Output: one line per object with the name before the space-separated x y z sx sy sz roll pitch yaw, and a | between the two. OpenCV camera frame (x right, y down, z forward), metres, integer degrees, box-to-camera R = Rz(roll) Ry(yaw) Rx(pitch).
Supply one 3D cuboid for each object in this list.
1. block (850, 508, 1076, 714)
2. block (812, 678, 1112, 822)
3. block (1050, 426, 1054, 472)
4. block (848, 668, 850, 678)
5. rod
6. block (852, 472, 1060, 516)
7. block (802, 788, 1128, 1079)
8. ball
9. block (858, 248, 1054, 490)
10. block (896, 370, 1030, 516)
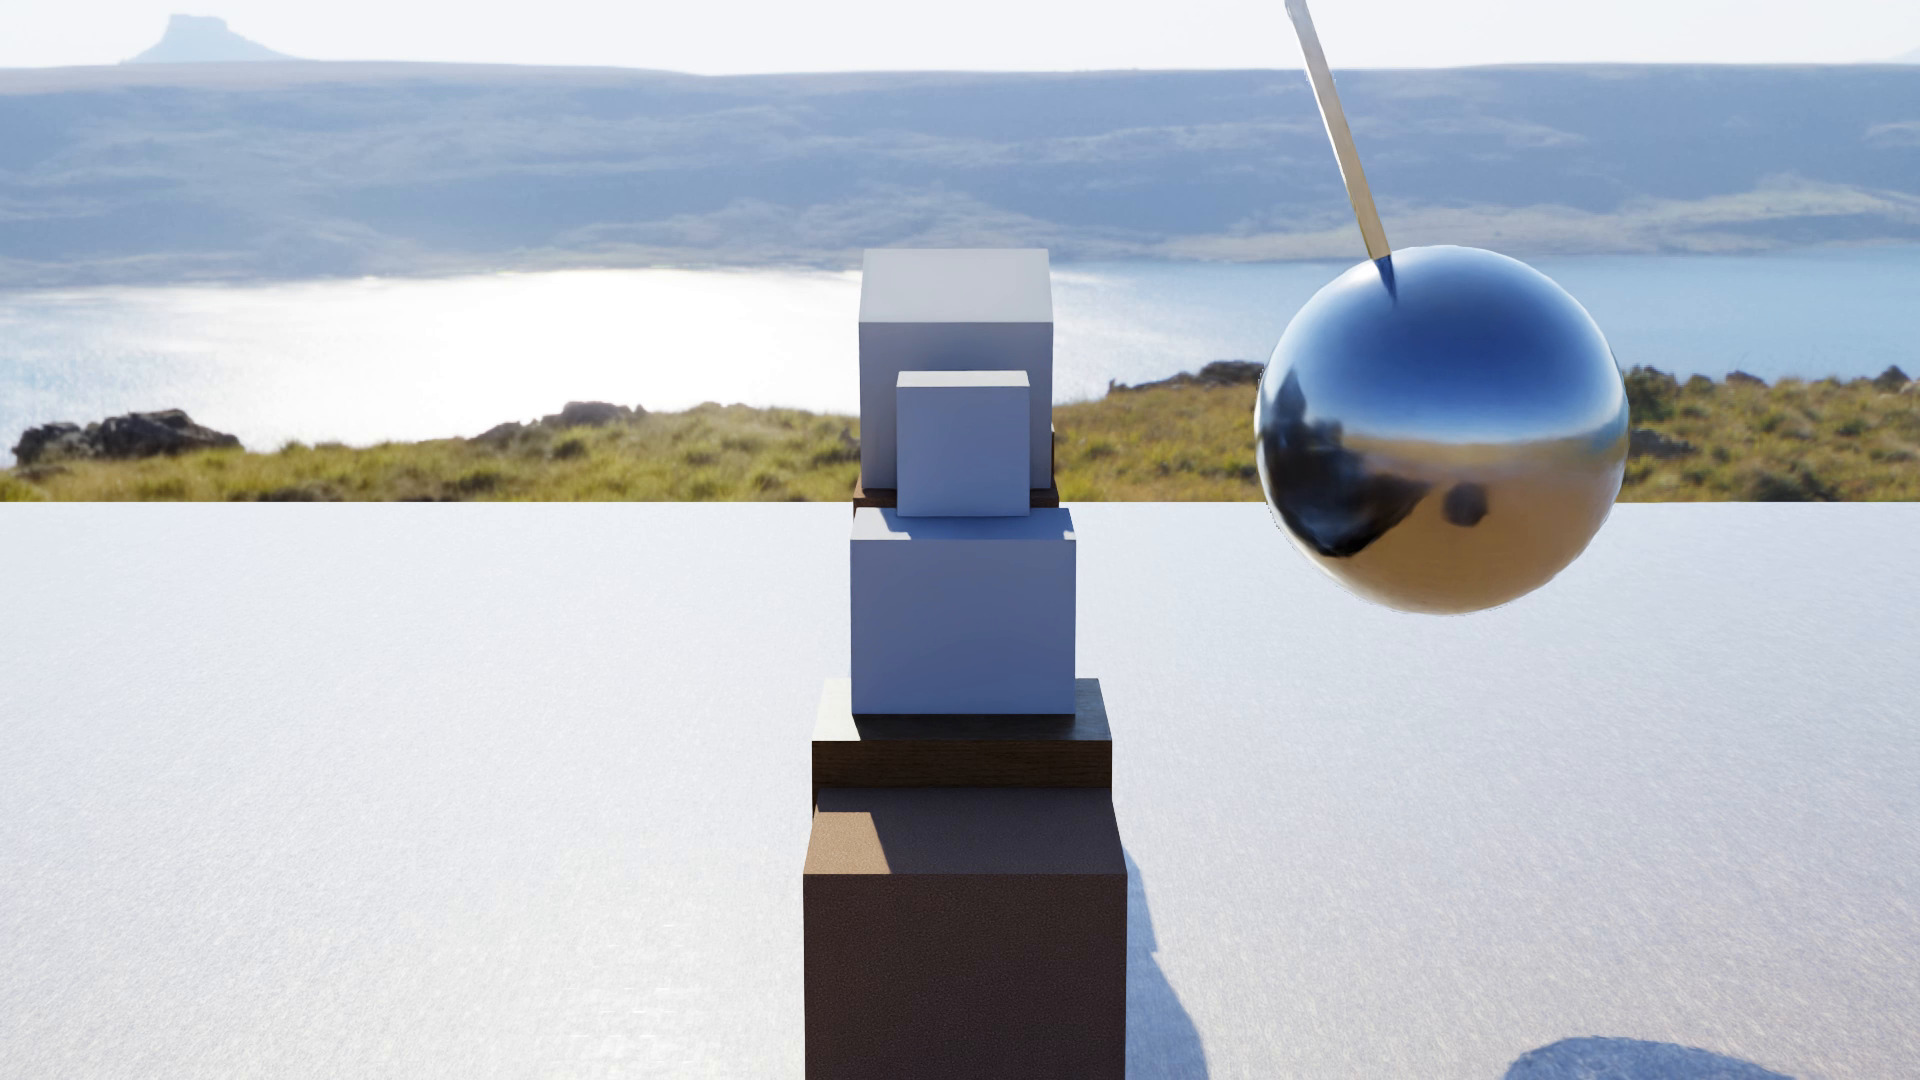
block | 0.012 0.265 10.043 0.852 0.674 0.716 0 10 0
block | 0.007 1.187 9.946 1.100 1.105 0.983 0 10 0
block | 0.018 -0.211 12.272 0.833 0.739 0.826 0 10 0
block | -0.012 1.080 10.914 0.936 0.970 0.940 0 10 0
rod | 0.899 -3.611 10.524 0.080 5.200 0.080 -20 10 4
block | -0.017 0.113 11.503 0.889 0.731 0.793 0 9 0
block | 0.017 1.456 8.964 1.062 0.929 1.026 0 10 0
ball | 2.074 -0.472 11.095 1.600 1.600 1.600 0 10 0
block | -0.017 -0.771 11.459 0.832 0.802 0.826 0 29 0
block | 0.013 -0.395 10.344 0.521 0.516 0.565 0 10 0
